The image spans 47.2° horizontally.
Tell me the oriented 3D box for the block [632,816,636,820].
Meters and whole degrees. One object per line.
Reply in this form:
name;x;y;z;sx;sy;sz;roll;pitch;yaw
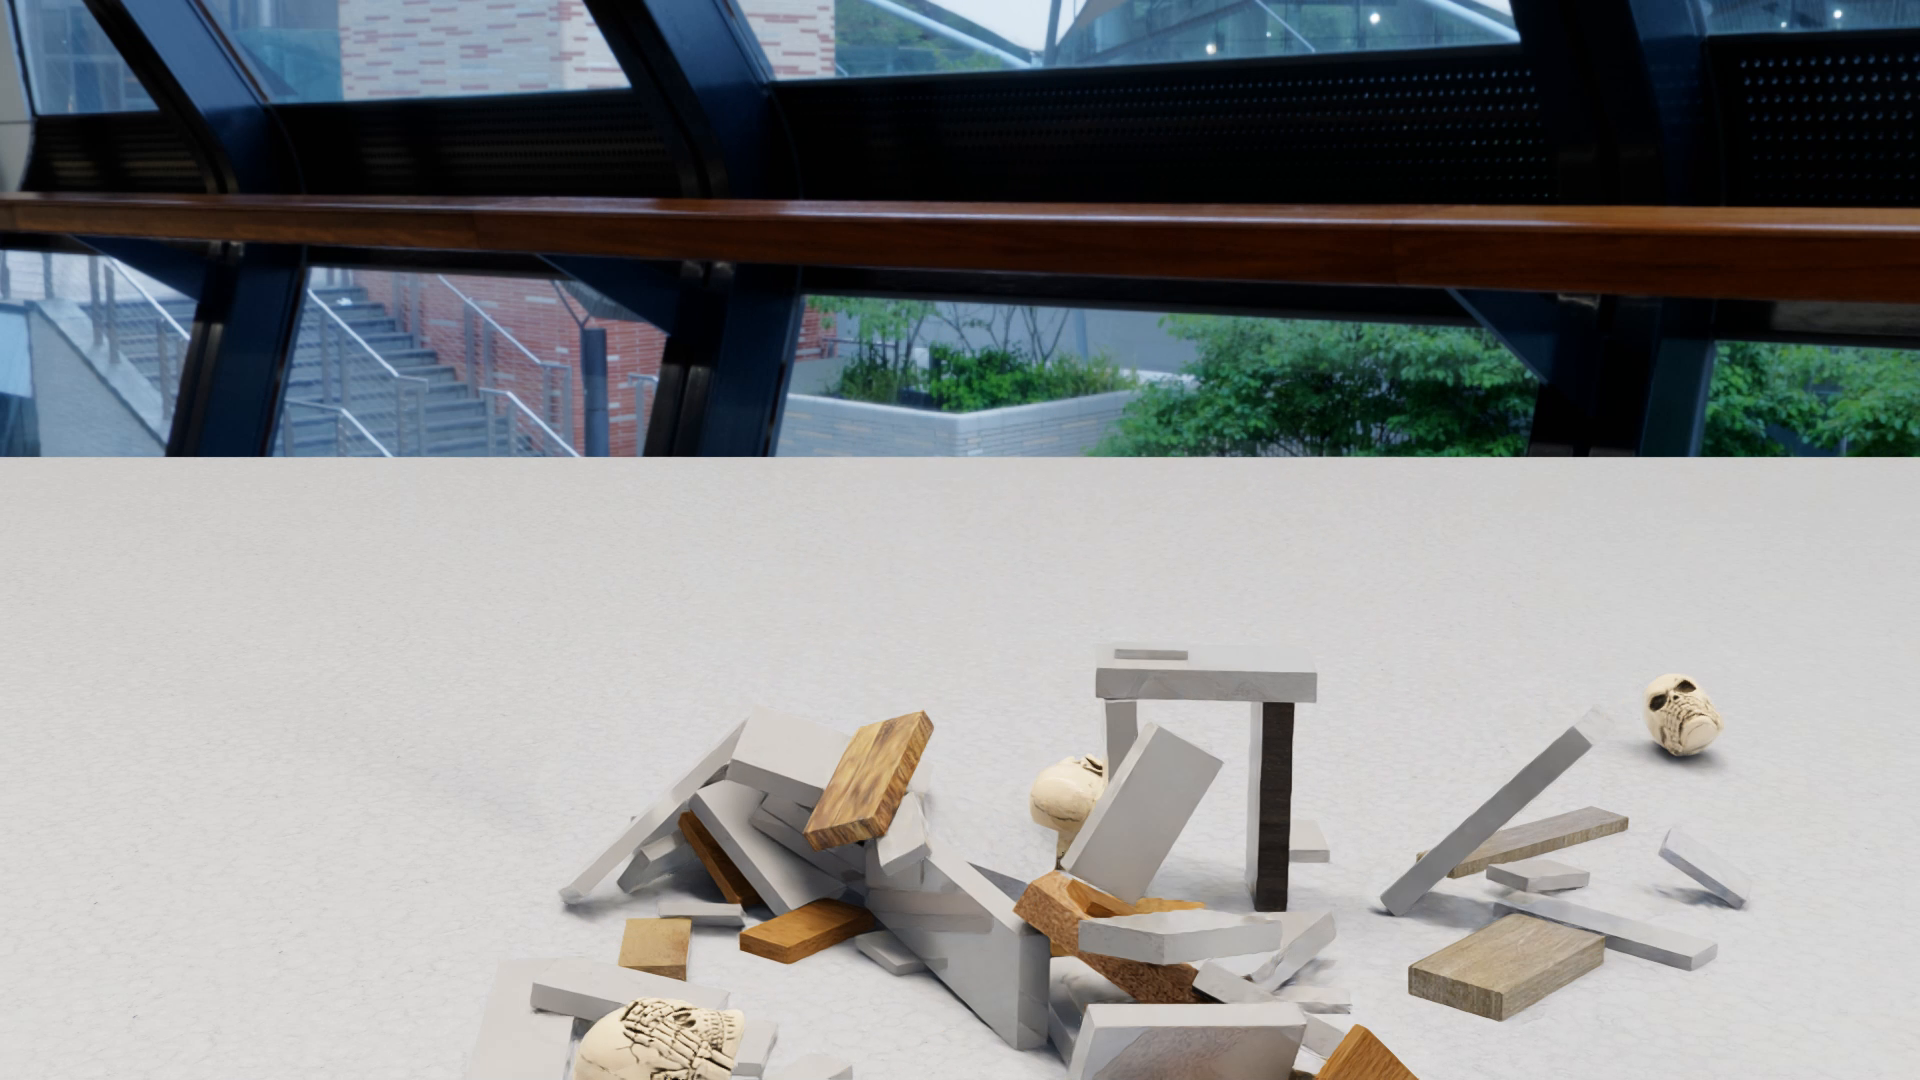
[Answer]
block;-0.529;0.514;4.029;0.131;0.018;0.065;-6;12;-30

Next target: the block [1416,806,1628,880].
block;1.003;0.534;3.903;0.464;0.024;0.084;-7;13;-35

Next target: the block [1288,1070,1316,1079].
block;0.423;0.740;2.764;0.126;0.036;0.252;7;13;33

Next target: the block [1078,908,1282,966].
block;0.298;0.531;2.951;0.138;0.039;0.276;1;-3;41

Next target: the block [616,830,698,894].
block;-0.485;0.526;3.714;0.028;0.098;0.196;48;35;15

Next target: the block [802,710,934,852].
block;-0.141;0.377;3.465;0.132;0.037;0.264;-17;26;29

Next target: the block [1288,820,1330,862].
block;0.602;0.534;3.904;0.084;0.024;0.167;0;11;1

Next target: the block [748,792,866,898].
block;-0.212;0.489;3.637;0.264;0.037;0.132;34;29;-4

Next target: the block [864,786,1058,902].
block;0.004;0.494;3.624;0.313;0.044;0.157;20;31;-6

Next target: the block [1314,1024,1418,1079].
block;0.518;0.679;2.696;0.084;0.167;0.024;-49;18;-13

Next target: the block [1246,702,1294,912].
block;0.511;0.417;3.634;0.050;0.353;0.176;1;11;1

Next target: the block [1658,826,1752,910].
block;1.232;0.541;3.635;0.152;0.022;0.076;35;31;12

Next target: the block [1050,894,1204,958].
block;0.237;0.603;3.394;0.264;0.037;0.132;3;28;15

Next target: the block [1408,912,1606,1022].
block;0.822;0.637;3.297;0.154;0.044;0.309;10;14;42

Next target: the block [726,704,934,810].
block;-0.209;0.377;3.584;0.313;0.044;0.157;19;31;0

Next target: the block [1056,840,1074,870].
block;0.152;0.549;3.823;0.168;0.024;0.084;-2;11;-12

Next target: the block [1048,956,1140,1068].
block;0.209;0.671;3.104;0.169;0.048;0.338;-2;11;-11

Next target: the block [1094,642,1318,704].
block;0.398;0.217;3.603;0.353;0.050;0.176;1;11;3

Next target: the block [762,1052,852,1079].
block;-0.213;0.720;2.914;0.070;0.020;0.140;7;13;34

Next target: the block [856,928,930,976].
block;-0.100;0.632;3.376;0.065;0.018;0.131;-6;14;-30

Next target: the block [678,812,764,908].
block;-0.379;0.525;3.665;0.098;0.028;0.196;-9;46;-39

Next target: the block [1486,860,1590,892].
block;0.969;0.562;3.685;0.168;0.024;0.084;3;7;-39

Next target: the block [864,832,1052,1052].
block;-0.013;0.562;3.270;0.048;0.169;0.547;-5;15;-24

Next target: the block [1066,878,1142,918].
block;0.218;0.523;3.074;0.140;0.020;0.070;30;6;-26

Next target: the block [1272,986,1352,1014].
block;0.507;0.669;3.198;0.118;0.017;0.059;1;11;6

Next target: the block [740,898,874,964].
block;-0.239;0.614;3.460;0.102;0.029;0.203;8;13;37

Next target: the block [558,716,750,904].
block;-0.496;0.445;3.673;0.429;0.029;0.102;-43;5;-28

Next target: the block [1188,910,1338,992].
block;0.430;0.622;3.279;0.154;0.044;0.309;-10;4;32

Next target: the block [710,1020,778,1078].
block;-0.296;0.699;3.027;0.070;0.020;0.140;1;11;5

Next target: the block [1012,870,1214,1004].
block;0.241;0.582;3.041;0.338;0.048;0.169;34;5;13

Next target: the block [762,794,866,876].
block;-0.164;0.470;3.631;0.313;0.044;0.157;34;29;-3

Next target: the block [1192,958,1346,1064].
block;0.435;0.635;2.872;0.276;0.039;0.138;27;-10;12

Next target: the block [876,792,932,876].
block;-0.090;0.446;3.346;0.076;0.022;0.152;-29;25;5

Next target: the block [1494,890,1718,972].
block;1.015;0.614;3.472;0.084;0.024;0.342;-10;15;-44

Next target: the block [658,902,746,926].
block;-0.410;0.595;3.498;0.131;0.018;0.065;1;-24;3

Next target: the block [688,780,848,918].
block;-0.315;0.500;3.610;0.132;0.037;0.264;-18;57;-47

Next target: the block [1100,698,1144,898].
block;0.267;0.416;3.634;0.050;0.353;0.176;-3;11;1

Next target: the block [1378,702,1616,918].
block;0.859;0.435;3.525;0.044;0.443;0.154;48;28;13

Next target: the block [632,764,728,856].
block;-0.446;0.461;3.813;0.264;0.037;0.132;-41;-12;29

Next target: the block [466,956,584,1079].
block;-0.584;0.716;2.895;0.126;0.036;0.807;-1;11;-6

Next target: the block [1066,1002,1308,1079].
block;0.280;0.640;2.728;0.276;0.138;0.039;3;31;-15

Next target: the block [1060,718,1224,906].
block;0.280;0.420;3.386;0.132;0.264;0.037;30;3;-23

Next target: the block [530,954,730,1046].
block;-0.467;0.651;3.118;0.252;0.036;0.126;11;10;8

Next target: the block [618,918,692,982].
block;-0.467;0.630;3.377;0.102;0.029;0.203;-1;11;-4

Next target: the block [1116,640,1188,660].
block;0.314;0.181;3.607;0.118;0.017;0.059;1;11;4
